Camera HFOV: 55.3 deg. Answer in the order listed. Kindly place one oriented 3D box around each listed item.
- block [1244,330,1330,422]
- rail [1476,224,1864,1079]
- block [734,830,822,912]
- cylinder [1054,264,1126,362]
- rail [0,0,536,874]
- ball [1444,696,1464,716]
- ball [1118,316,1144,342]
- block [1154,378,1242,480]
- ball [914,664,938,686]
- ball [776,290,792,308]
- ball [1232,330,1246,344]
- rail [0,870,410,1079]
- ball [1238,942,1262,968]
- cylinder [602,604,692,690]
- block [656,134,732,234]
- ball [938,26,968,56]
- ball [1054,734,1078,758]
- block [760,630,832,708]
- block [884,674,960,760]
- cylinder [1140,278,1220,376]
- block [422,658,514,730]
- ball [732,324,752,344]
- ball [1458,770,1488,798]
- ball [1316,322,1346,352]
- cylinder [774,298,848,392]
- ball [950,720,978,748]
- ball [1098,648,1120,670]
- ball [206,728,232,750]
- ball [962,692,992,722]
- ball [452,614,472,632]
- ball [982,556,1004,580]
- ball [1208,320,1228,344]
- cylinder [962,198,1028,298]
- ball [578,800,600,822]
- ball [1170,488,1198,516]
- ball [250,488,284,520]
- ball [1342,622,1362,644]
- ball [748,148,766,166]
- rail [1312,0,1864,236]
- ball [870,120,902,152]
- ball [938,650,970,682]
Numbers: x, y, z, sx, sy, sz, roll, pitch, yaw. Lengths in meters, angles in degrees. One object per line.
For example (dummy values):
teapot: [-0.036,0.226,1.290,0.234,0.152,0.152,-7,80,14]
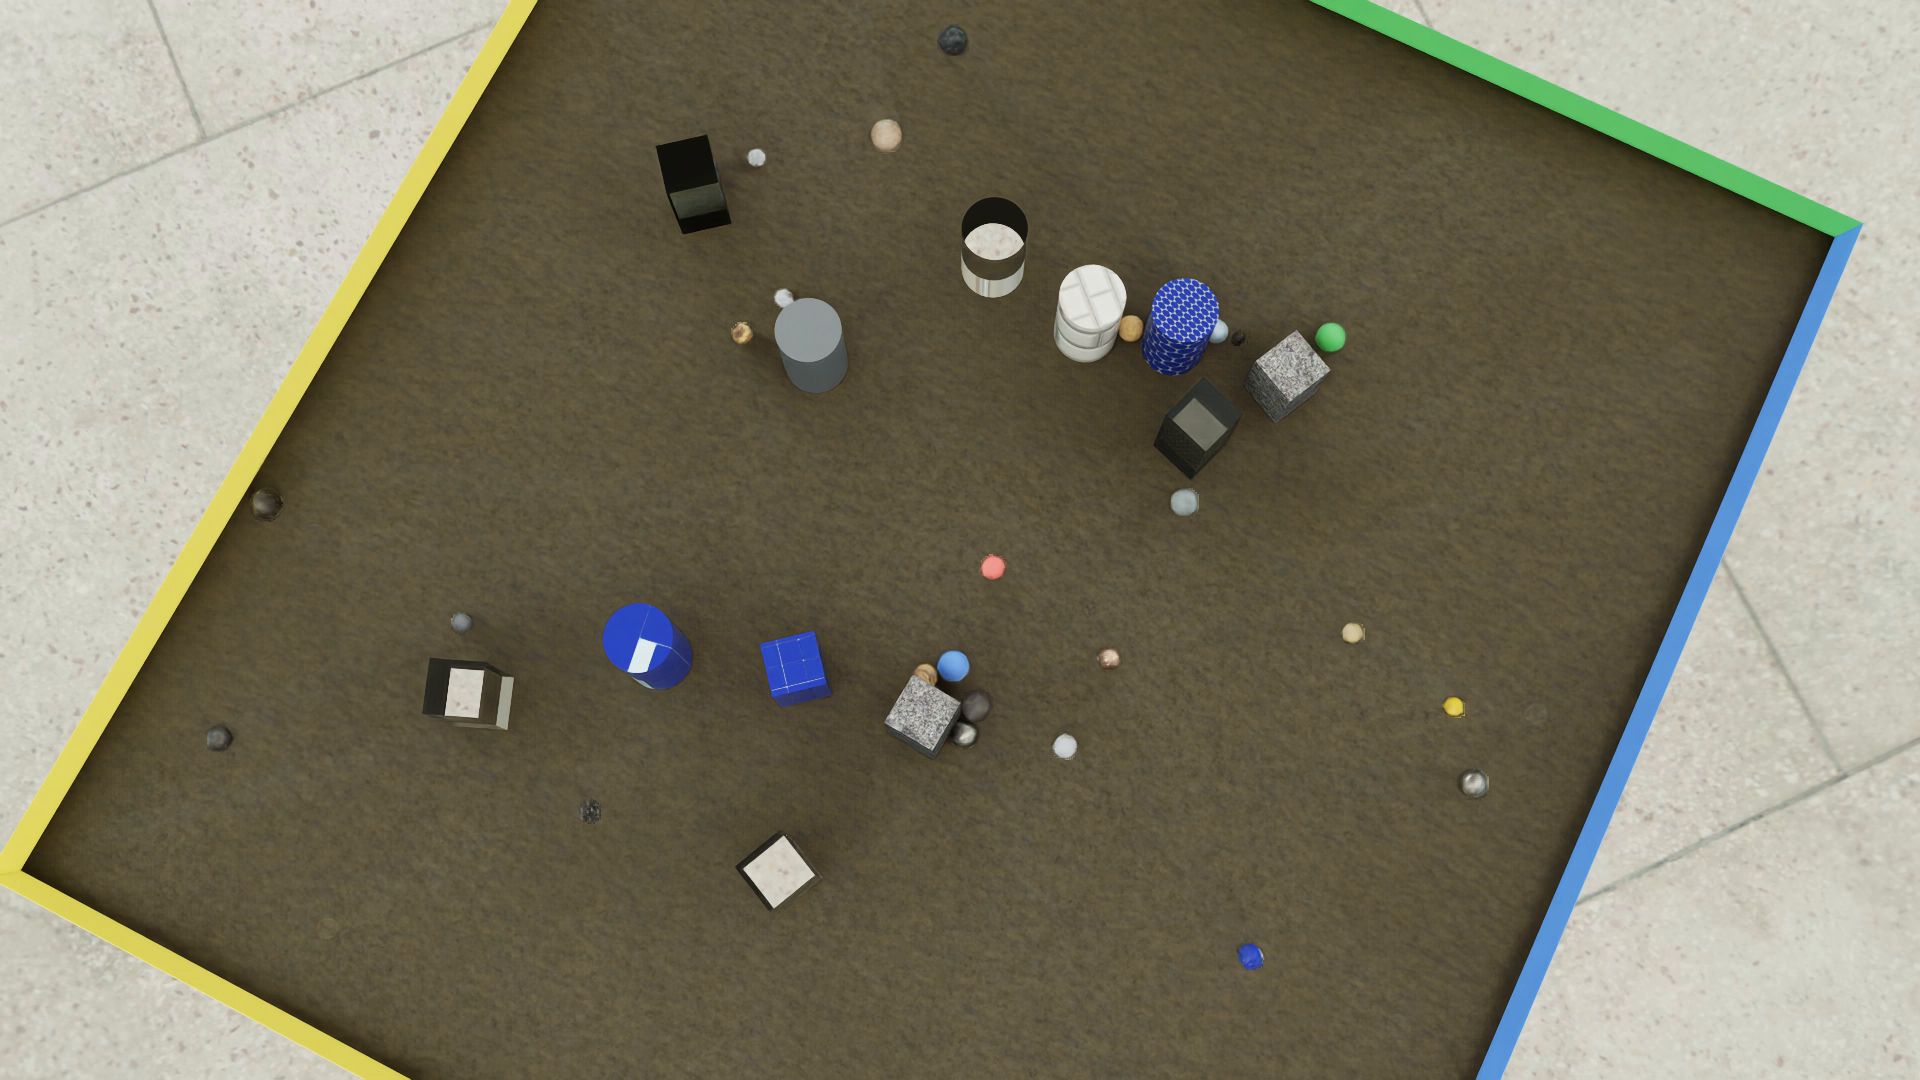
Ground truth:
block: [0.995,-0.495,5.592,0.159,0.248,0.159,-37,81,-7]
rail: [1.825,0.900,5.363,0.045,0.129,4.296,26,80,5]
block: [-0.516,0.953,5.256,0.159,0.320,0.159,-39,81,-7]
cylinder: [0.392,-0.686,5.586,0.199,0.338,0.199,0,78,0]
rail: [-1.825,-0.887,5.733,0.045,0.129,4.296,26,80,5]
ball: [1.477,0.498,5.484,0.058,0.058,0.058,0,78,0]
ball: [0.533,-0.660,5.711,0.082,0.082,0.082,0,78,0]
block: [0.711,-0.330,5.503,0.159,0.357,0.159,44,82,8]
ball: [-0.104,0.409,5.494,0.075,0.075,0.075,0,78,0]
ball: [-0.551,-0.758,5.746,0.054,0.054,0.054,0,78,0]
ball: [0.872,-0.634,5.727,0.042,0.042,0.042,0,78,0]
rail: [-0.950,1.868,5.163,4.128,0.129,0.045,26,80,5]
ball: [0.843,1.209,5.331,0.073,0.073,0.073,0,78,0]
cylinder: [-0.907,0.315,5.354,0.199,0.386,0.199,0,78,0]
block: [-0.821,-1.097,5.675,0.159,0.331,0.159,-13,79,-3]
ball: [-0.021,-1.607,5.901,0.094,0.094,0.094,0,78,0]
ball: [0.313,0.614,5.454,0.071,0.071,0.071,0,78,0]
block: [-0.479,0.383,5.398,0.159,0.272,0.159,-14,79,-3]
block: [-0.106,0.520,5.352,0.159,0.307,0.159,30,80,6]
cylinder: [0.666,-0.645,5.577,0.199,0.338,0.199,0,78,0]
block: [-1.431,0.452,5.349,0.159,0.341,0.159,4,78,1]
ball: [-0.678,-0.643,5.718,0.062,0.062,0.062,0,78,0]
ball: [1.517,0.721,5.424,0.085,0.085,0.085,0,78,0]
ball: [1.153,-0.630,5.700,0.092,0.092,0.092,0,78,0]
cylinder: [-0.449,-0.588,5.574,0.199,0.322,0.199,0,78,0]
ball: [0.014,0.579,5.454,0.084,0.084,0.084,0,78,0]
ball: [0.447,0.358,5.507,0.069,0.069,0.069,0,78,0]
ball: [-2.206,0.592,5.457,0.070,0.070,0.070,0,78,0]
ball: [0.050,0.497,5.467,0.092,0.092,0.092,0,78,0]
ball: [-1.502,0.251,5.535,0.058,0.058,0.058,0,78,0]
ball: [0.101,0.085,5.563,0.070,0.070,0.070,0,78,0]
ball: [0.799,-0.650,5.713,0.075,0.075,0.075,0,78,0]
cylinder: [0.104,-0.895,5.630,0.199,0.336,0.199,0,78,0]
ball: [-1.096,0.802,5.419,0.061,0.061,0.061,0,78,0]
ball: [0.684,-0.115,5.598,0.083,0.083,0.083,0,78,0]
ball: [-2.115,-0.109,5.590,0.096,0.096,0.096,0,78,0]
ball: [1.183,0.280,5.527,0.062,0.062,0.062,0,78,0]
ball: [-0.649,-1.218,5.840,0.056,0.056,0.056,0,78,0]
rail: [0.950,-1.854,5.934,4.128,0.129,0.045,26,80,5]
ball: [-0.234,-1.289,5.833,0.099,0.099,0.099,0,78,0]
ball: [-0.019,0.379,5.490,0.095,0.095,0.095,0,78,0]
